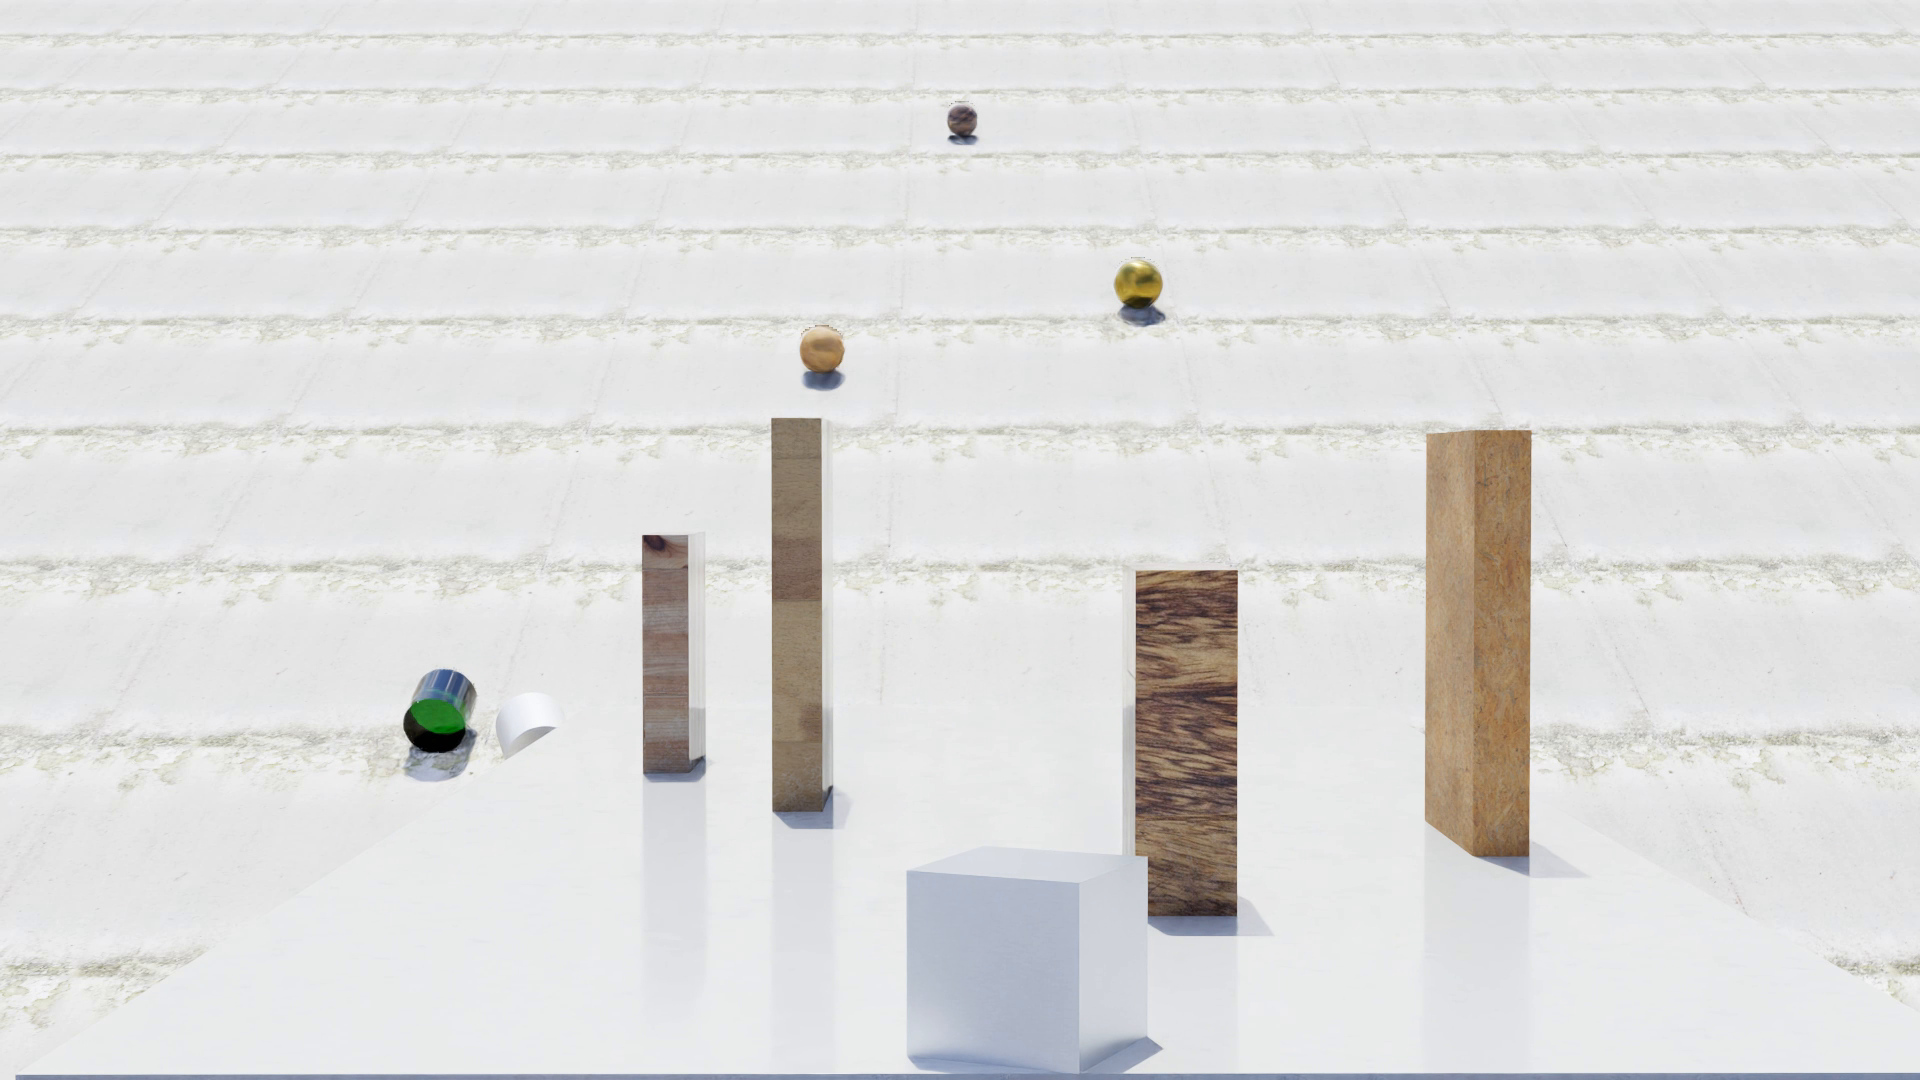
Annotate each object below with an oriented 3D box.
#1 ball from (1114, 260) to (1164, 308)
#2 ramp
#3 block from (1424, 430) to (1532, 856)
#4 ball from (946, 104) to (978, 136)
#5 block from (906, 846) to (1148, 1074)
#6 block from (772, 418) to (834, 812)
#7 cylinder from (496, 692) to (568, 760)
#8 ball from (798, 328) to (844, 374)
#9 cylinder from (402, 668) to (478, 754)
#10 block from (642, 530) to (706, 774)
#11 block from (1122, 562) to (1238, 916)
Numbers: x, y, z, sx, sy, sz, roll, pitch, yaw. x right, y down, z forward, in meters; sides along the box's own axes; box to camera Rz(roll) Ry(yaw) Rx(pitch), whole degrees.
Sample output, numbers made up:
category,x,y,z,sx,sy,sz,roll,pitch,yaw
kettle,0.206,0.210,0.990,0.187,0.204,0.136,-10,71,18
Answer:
category,x,y,z,sx,sy,sz,roll,pitch,yaw
ball,0.650,-0.931,9.392,0.179,0.179,0.179,0,26,0
ramp,0.058,0.528,4.565,2.000,0.100,4.000,0,2,0
block,0.841,0.155,4.206,0.088,0.662,0.413,0,2,0
ball,0.010,-1.848,11.344,0.142,0.142,0.142,0,26,0
block,0.072,0.432,2.685,0.191,0.191,0.191,1,2,25
block,-0.287,0.127,4.731,0.089,0.693,0.399,0,2,0
cylinder,-1.055,0.498,6.417,0.177,0.177,0.177,-8,27,-16
ball,-0.473,-0.649,8.829,0.157,0.157,0.157,0,26,0
cylinder,-1.324,0.435,6.570,0.158,0.158,0.158,0,26,1
block,-0.584,0.222,5.285,0.092,0.474,0.343,0,2,0
block,0.304,0.270,3.601,0.138,0.466,0.272,0,2,0
